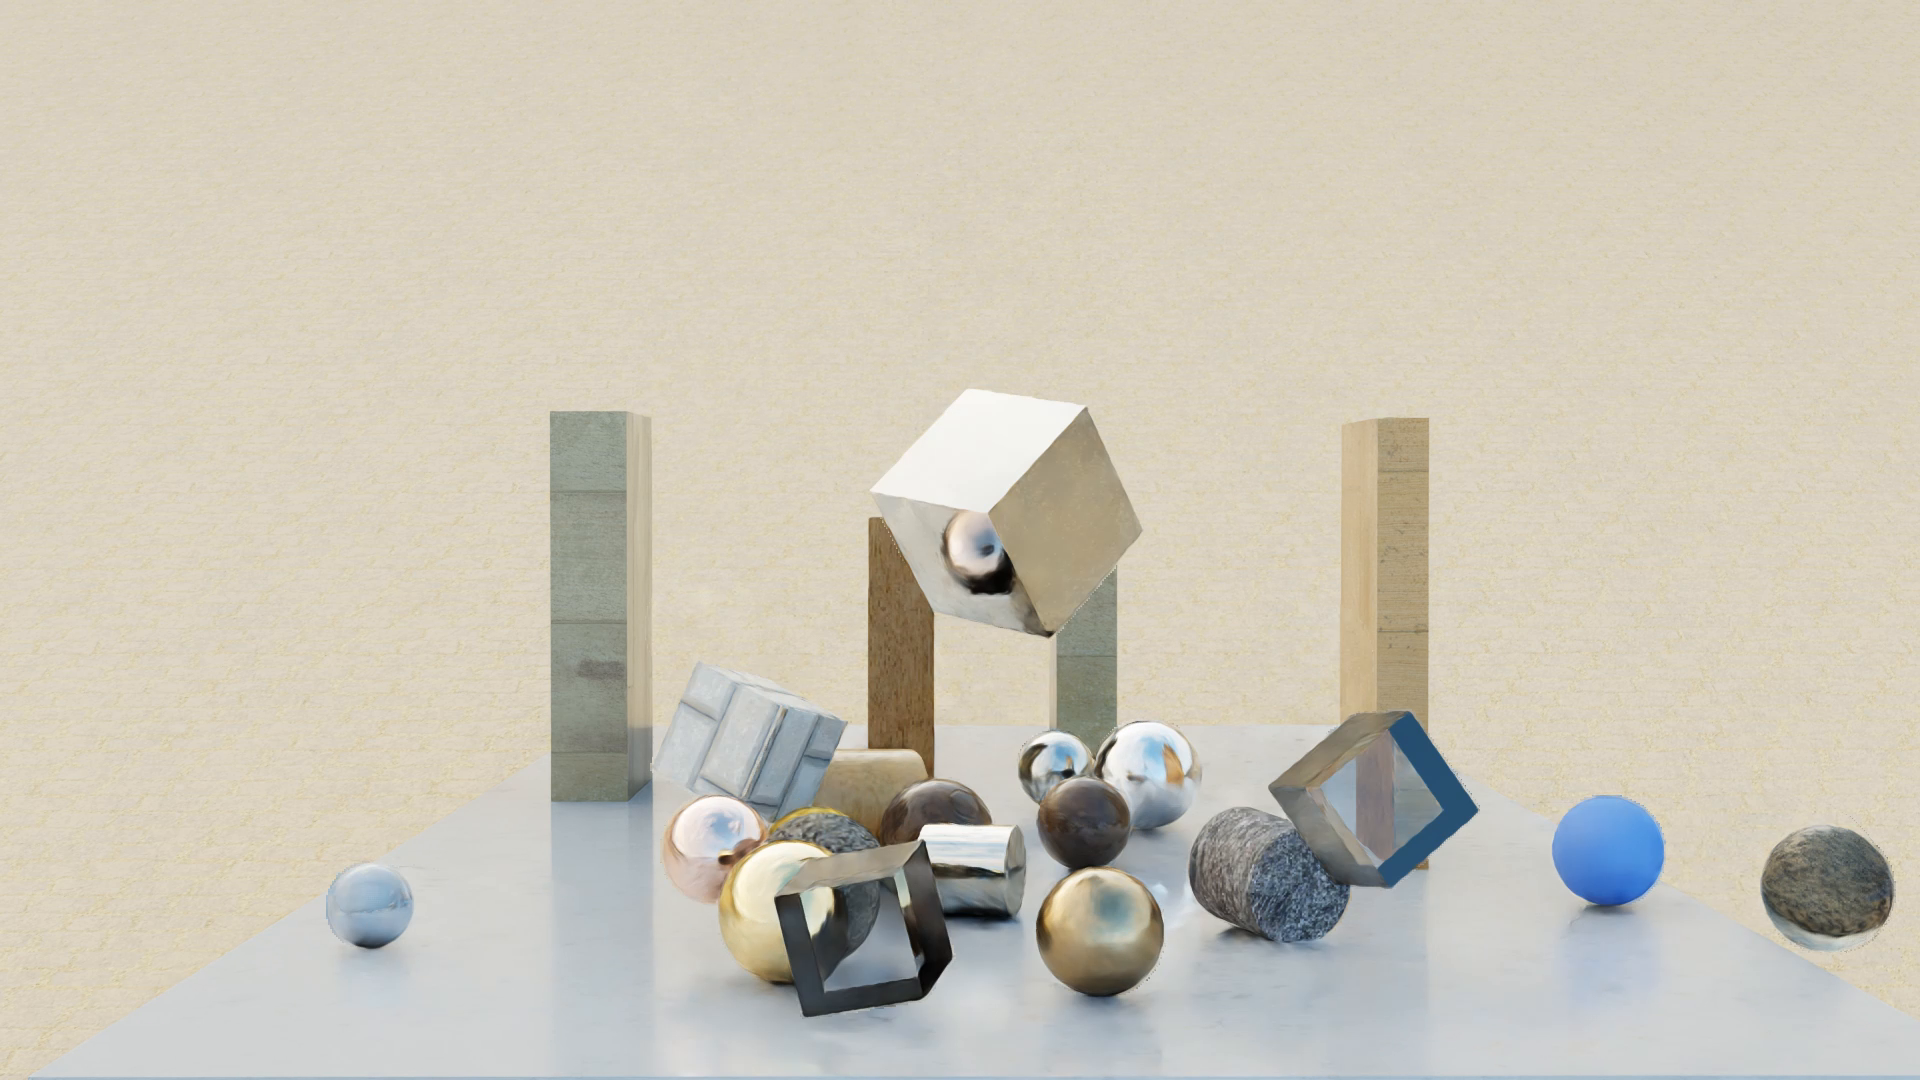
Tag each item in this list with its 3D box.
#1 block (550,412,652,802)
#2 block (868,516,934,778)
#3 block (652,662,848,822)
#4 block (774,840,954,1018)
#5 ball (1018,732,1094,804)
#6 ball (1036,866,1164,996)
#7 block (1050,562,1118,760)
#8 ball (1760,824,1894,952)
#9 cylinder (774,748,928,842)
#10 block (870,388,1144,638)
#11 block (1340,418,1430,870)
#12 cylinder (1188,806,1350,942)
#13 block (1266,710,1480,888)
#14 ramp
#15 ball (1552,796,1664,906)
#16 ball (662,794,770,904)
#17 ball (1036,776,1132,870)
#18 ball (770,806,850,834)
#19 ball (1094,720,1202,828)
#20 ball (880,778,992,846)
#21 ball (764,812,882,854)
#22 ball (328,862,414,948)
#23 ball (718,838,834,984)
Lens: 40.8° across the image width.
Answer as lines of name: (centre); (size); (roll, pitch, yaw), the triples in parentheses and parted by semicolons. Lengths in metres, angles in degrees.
block: (-0.710, 0.124, 5.144); (0.147, 0.747, 0.410); (0, 1, 0)
block: (-0.108, 0.230, 4.859); (0.118, 0.545, 0.261); (0, 1, 0)
block: (-0.310, 0.303, 3.822); (0.172, 0.172, 0.172); (25, 3, 32)
block: (-0.106, 0.432, 2.877); (0.140, 0.140, 0.140); (-12, 7, 15)
ball: (0.180, 0.430, 4.827); (0.145, 0.145, 0.145); (0, 27, 0)
ball: (0.163, 0.457, 3.014); (0.150, 0.150, 0.150); (0, 27, 0)
block: (0.273, 0.219, 5.758); (0.131, 0.538, 0.403); (0, 1, 0)
ball: (1.261, 0.507, 3.756); (0.185, 0.185, 0.185); (0, 27, 0)
cylinder: (-0.166, 0.417, 3.972); (0.191, 0.191, 0.191); (1, 25, -22)
block: (0.059, -0.035, 3.159); (0.200, 0.200, 0.200); (12, 49, 44)
block: (0.690, 0.159, 4.215); (0.081, 0.705, 0.378); (0, 1, 0)
cylinder: (0.412, 0.447, 3.446); (0.156, 0.156, 0.156); (-13, 11, -24)
block: (0.503, 0.316, 3.153); (0.151, 0.151, 0.151); (-37, 6, -17)
ramp: (0.062, 0.556, 4.594); (2.000, 0.100, 4.000); (0, 1, 0)
ball: (0.923, 0.443, 3.680); (0.155, 0.155, 0.155); (0, 27, 0)
ball: (-0.318, 0.405, 3.386); (0.144, 0.144, 0.144); (0, 27, 0)
ball: (0.193, 0.441, 4.030); (0.147, 0.147, 0.147); (0, 27, 0)
ball: (-0.200, 0.445, 3.573); (0.155, 0.155, 0.155); (0, 27, 0)
ball: (0.330, 0.412, 4.542); (0.190, 0.190, 0.190); (0, 27, 0)
ball: (-0.034, 0.435, 3.794); (0.169, 0.169, 0.169); (0, 27, 0)
ball: (-0.177, 0.438, 3.298); (0.180, 0.180, 0.180); (0, 27, 0)
ball: (-0.761, 0.472, 3.337); (0.109, 0.109, 0.109); (0, 27, 0)
ball: (-0.203, 0.444, 3.090); (0.173, 0.173, 0.173); (0, 27, 0)
